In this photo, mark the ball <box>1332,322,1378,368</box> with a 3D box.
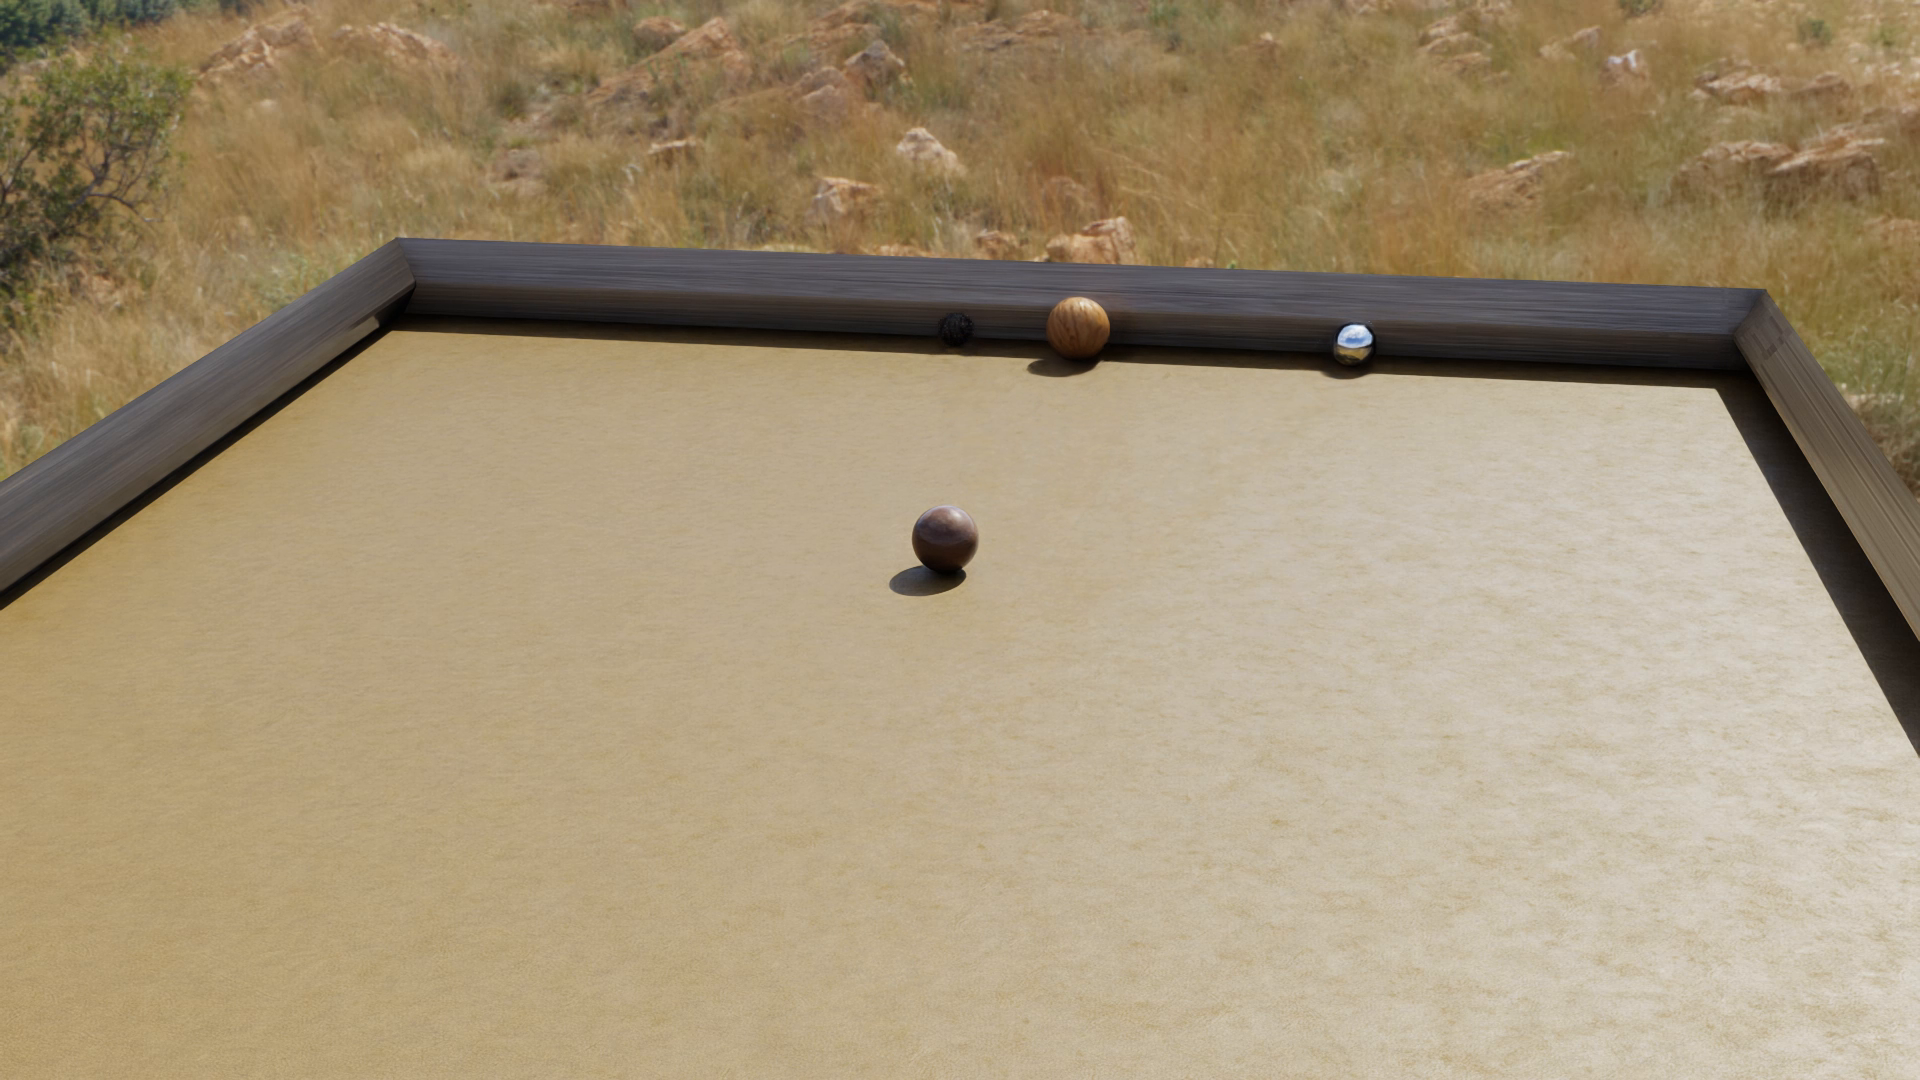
[{"bbox_3d":[0.578,-0.286,3.220,0.066,0.066,0.066,0,22,0],"label":"ball"}]

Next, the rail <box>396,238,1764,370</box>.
[{"bbox_3d":[0.134,-0.354,3.314,2.073,0.121,0.045,3,22,8],"label":"rail"}]

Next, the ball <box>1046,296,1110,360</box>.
[{"bbox_3d":[0.175,-0.312,3.250,0.093,0.093,0.093,0,22,0],"label":"ball"}]

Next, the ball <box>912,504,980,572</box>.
[{"bbox_3d":[-0.016,-0.001,2.487,0.077,0.077,0.077,0,22,0],"label":"ball"}]

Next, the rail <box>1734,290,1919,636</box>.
[{"bbox_3d":[0.864,0.364,1.505,0.045,0.121,3.677,3,22,8],"label":"rail"}]

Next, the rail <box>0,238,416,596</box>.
[{"bbox_3d":[-1.139,0.252,1.787,0.045,0.121,3.677,3,22,8],"label":"rail"}]

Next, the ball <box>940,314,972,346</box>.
[{"bbox_3d":[-0.007,-0.317,3.320,0.049,0.049,0.049,0,22,0],"label":"ball"}]
